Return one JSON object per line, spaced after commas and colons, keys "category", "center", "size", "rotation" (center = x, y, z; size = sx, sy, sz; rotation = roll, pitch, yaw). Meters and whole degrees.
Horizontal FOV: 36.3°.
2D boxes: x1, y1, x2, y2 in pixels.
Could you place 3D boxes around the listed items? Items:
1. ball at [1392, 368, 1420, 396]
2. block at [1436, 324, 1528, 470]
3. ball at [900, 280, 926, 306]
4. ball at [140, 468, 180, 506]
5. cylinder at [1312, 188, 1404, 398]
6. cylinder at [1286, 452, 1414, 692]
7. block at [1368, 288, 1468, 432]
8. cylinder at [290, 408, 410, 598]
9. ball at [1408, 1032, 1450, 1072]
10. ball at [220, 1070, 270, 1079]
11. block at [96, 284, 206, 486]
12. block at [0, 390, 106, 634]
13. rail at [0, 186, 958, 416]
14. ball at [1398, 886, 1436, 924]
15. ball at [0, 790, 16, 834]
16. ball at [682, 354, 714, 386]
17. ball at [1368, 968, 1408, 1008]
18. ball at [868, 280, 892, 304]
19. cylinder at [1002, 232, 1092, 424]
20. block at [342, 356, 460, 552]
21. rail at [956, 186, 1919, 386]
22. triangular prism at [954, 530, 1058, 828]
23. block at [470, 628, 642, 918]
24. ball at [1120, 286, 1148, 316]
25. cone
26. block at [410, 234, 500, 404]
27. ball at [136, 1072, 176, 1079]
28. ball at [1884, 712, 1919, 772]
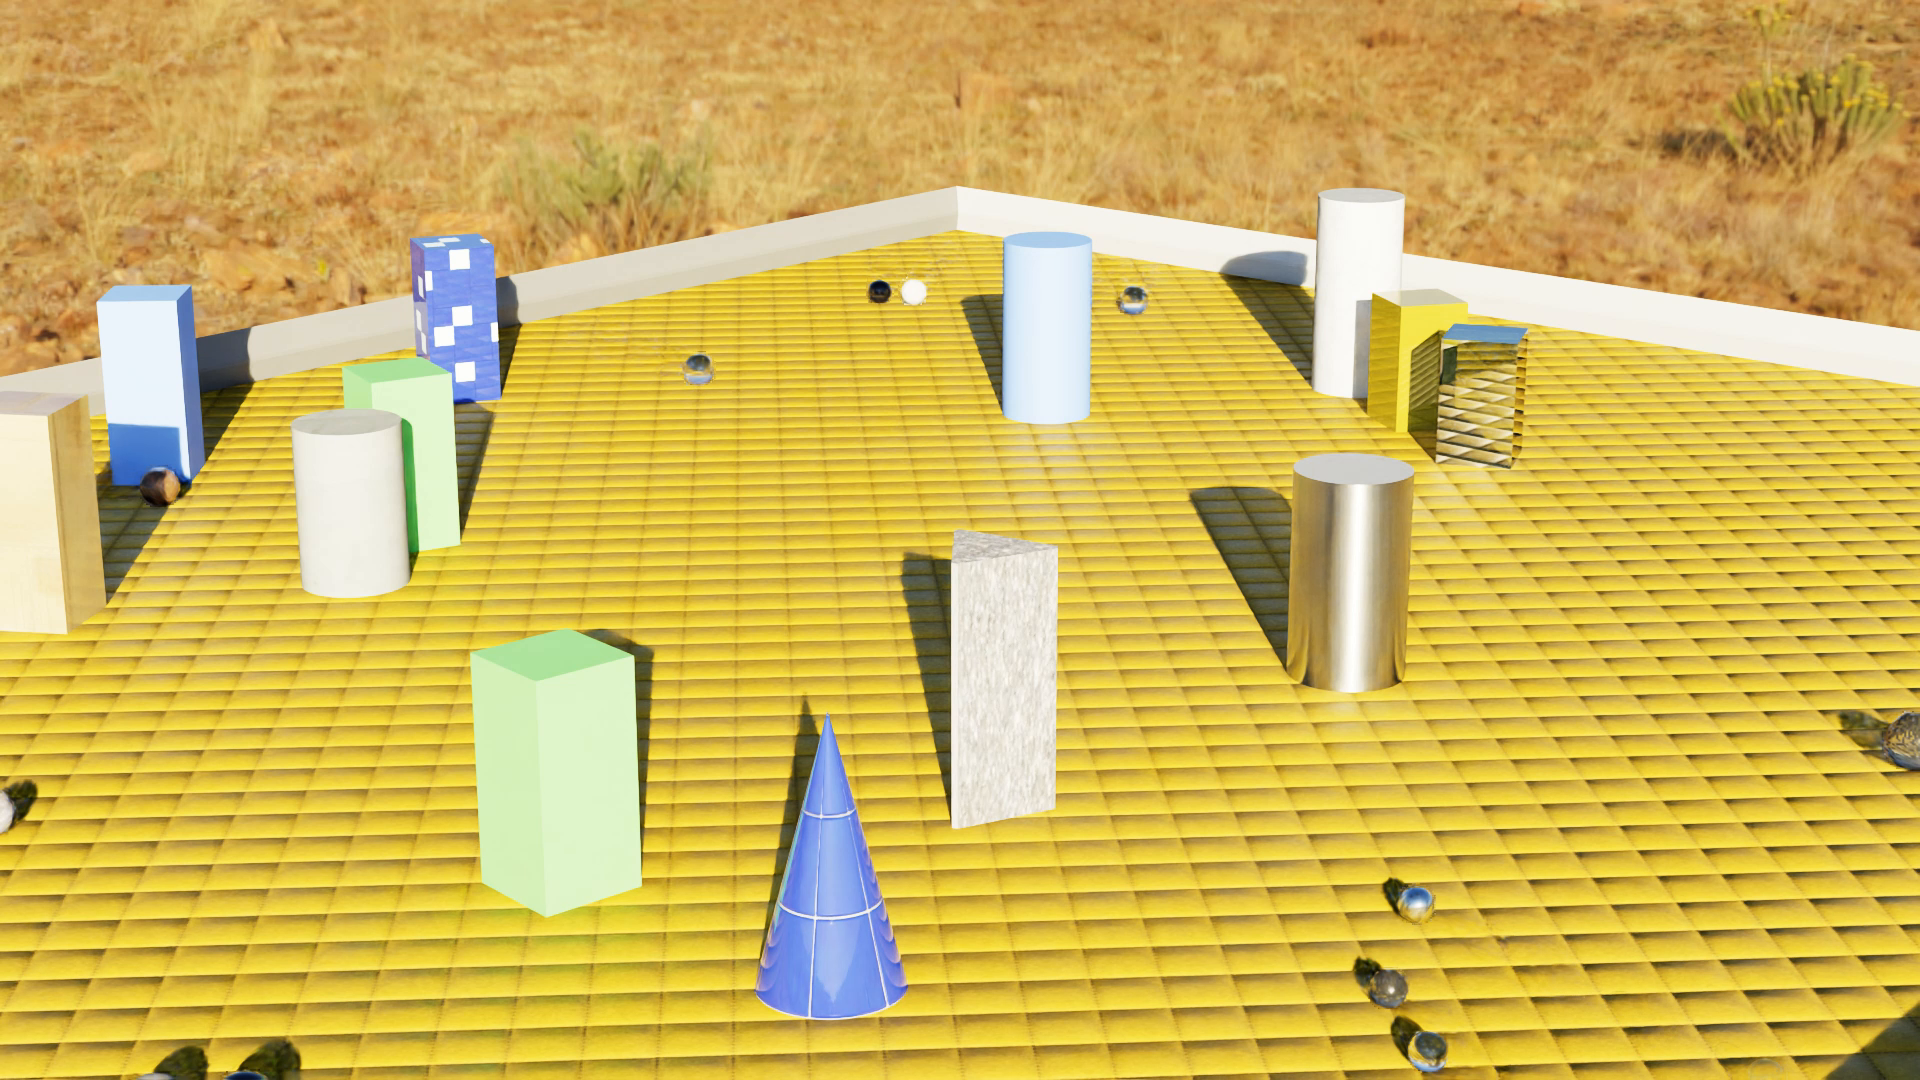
{"category": "ball", "center": [0.988, -0.350, 6.492], "size": [0.061, 0.061, 0.061], "rotation": [0, 17, 0]}
{"category": "block", "center": [1.062, -0.293, 5.964], "size": [0.152, 0.259, 0.152], "rotation": [5, 18, 18]}
{"category": "ball", "center": [-0.117, -0.625, 7.397], "size": [0.066, 0.066, 0.066], "rotation": [0, 17, 0]}
{"category": "ball", "center": [-1.542, -0.103, 5.652], "size": [0.075, 0.075, 0.075], "rotation": [0, 17, 0]}
{"category": "cylinder", "center": [0.883, -0.550, 6.508], "size": [0.190, 0.435, 0.190], "rotation": [0, 17, 0]}
{"category": "cylinder", "center": [0.622, 0.051, 4.683], "size": [0.190, 0.341, 0.190], "rotation": [0, 17, 0]}
{"category": "block", "center": [0.973, -0.384, 6.242], "size": [0.152, 0.271, 0.152], "rotation": [-5, 17, -15]}
{"category": "cylinder", "center": [-1.070, -0.066, 5.155], "size": [0.190, 0.292, 0.190], "rotation": [0, 17, 0]}
{"category": "ball", "center": [0.543, 0.593, 3.396], "size": [0.047, 0.047, 0.047], "rotation": [0, 17, 0]}
{"category": "ball", "center": [-0.787, 0.626, 3.226], "size": [0.083, 0.083, 0.083], "rotation": [0, 17, 0]}
{"category": "block", "center": [-1.604, -0.309, 5.823], "size": [0.152, 0.370, 0.152], "rotation": [-1, 17, -3]}
{"category": "block", "center": [-1.560, -0.048, 4.946], "size": [0.152, 0.377, 0.152], "rotation": [3, 17, 9]}
{"category": "rail", "center": [-1.662, -0.386, 6.502], "size": [0.045, 0.124, 5.095], "rotation": [14, 22, 39]}
{"category": "ball", "center": [0.591, 0.472, 3.796], "size": [0.047, 0.047, 0.047], "rotation": [0, 17, 0]}
{"category": "ball", "center": [-1.347, 0.378, 4.070], "size": [0.069, 0.069, 0.069], "rotation": [0, 17, 0]}
{"category": "ball", "center": [-0.586, -0.382, 6.580], "size": [0.072, 0.072, 0.072], "rotation": [0, 17, 0]}
{"category": "ball", "center": [0.520, 0.544, 3.557], "size": [0.048, 0.048, 0.048], "rotation": [0, 17, 0]}
{"category": "ball", "center": [-0.203, -0.627, 7.411], "size": [0.060, 0.060, 0.060], "rotation": [0, 17, 0]}
{"category": "cylinder", "center": [0.187, -0.457, 6.296], "size": [0.190, 0.380, 0.190], "rotation": [0, 17, 0]}
{"category": "block", "center": [-1.027, -0.154, 5.389], "size": [0.152, 0.325, 0.152], "rotation": [-10, 19, -29]}
{"category": "rail", "center": [1.655, -0.520, 6.945], "size": [4.449, 0.124, 0.045], "rotation": [14, 22, 39]}
{"category": "triangular prism", "center": [0.030, 0.189, 4.145], "size": [0.165, 0.388, 0.143], "rotation": [-9, 19, -27]}
{"category": "block", "center": [-0.532, 0.304, 3.870], "size": [0.152, 0.325, 0.152], "rotation": [-14, 22, -40]}
{"category": "ball", "center": [0.432, -0.595, 7.285], "size": [0.073, 0.073, 0.073], "rotation": [0, 17, 0]}
{"category": "cone", "center": [-0.159, 0.377, 3.568], "size": [0.190, 0.361, 0.190], "rotation": [0, 17, 0]}
{"category": "block", "center": [-1.111, -0.487, 6.456], "size": [0.152, 0.344, 0.152], "rotation": [-7, 18, -21]}
{"category": "ball", "center": [-0.891, 0.626, 3.245], "size": [0.072, 0.072, 0.072], "rotation": [0, 17, 0]}
{"category": "ball", "center": [1.403, 0.297, 4.308], "size": [0.087, 0.087, 0.087], "rotation": [0, 17, 0]}
